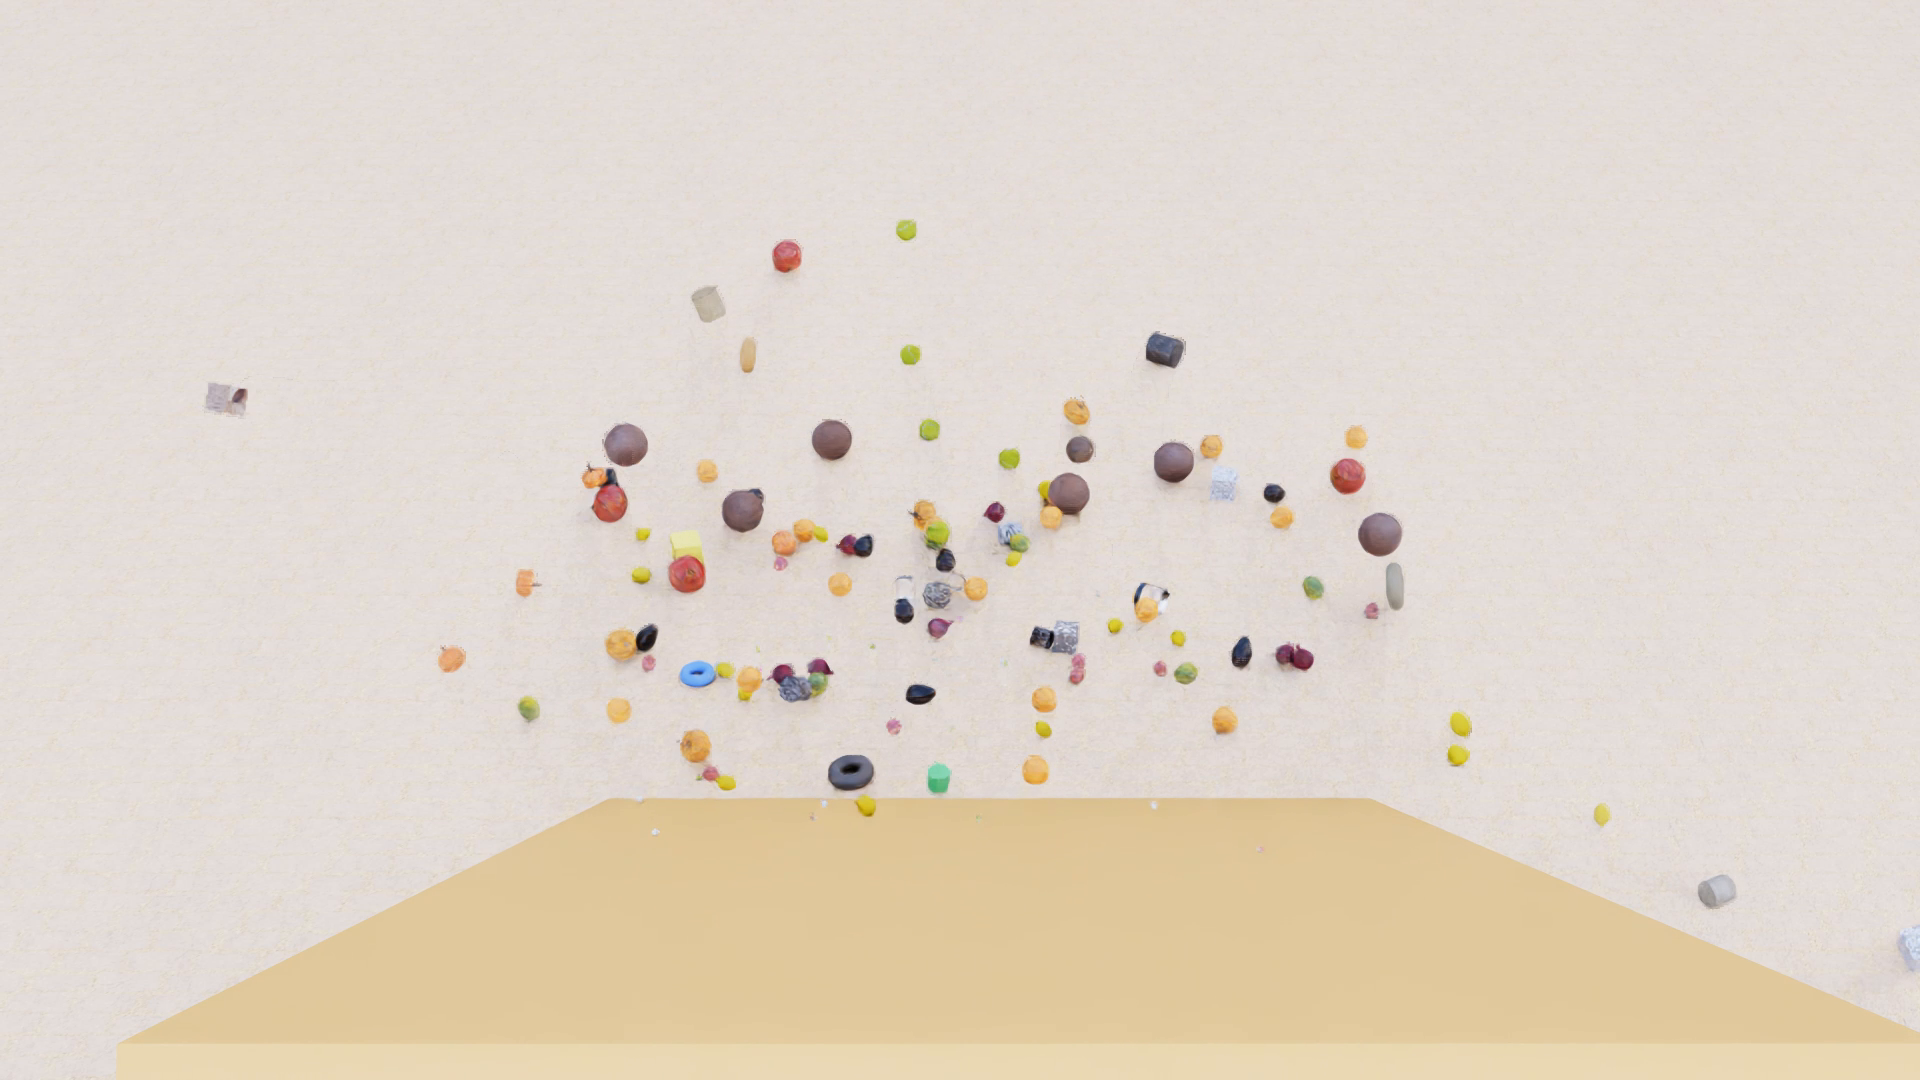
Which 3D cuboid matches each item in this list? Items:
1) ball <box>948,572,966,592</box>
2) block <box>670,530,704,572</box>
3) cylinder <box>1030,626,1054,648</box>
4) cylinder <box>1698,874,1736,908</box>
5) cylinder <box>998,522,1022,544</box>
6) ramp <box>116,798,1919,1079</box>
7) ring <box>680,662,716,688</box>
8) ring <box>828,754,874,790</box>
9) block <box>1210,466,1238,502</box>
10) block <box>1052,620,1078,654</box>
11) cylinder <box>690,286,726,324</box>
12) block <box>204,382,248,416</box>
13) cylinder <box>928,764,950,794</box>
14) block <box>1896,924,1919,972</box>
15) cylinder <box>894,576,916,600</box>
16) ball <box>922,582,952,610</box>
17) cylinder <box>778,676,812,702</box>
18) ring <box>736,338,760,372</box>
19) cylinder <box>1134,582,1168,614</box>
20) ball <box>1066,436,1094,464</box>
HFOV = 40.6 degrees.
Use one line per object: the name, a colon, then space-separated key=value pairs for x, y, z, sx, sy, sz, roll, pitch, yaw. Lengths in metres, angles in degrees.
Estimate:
ball: x=-0.011 y=0.125 z=7.719 sx=0.055 sy=0.055 sz=0.055 roll=0 pitch=35 yaw=0
block: x=-0.823 y=0.032 z=7.827 sx=0.083 sy=0.083 sz=0.083 roll=-9 pitch=36 yaw=-12
cylinder: x=0.238 y=0.282 z=7.496 sx=0.054 sy=0.054 sz=0.054 roll=13 pitch=37 yaw=17
cylinder: x=1.927 y=0.893 z=6.614 sx=0.069 sy=0.069 sz=0.069 roll=-17 pitch=38 yaw=-22
cylinder: x=0.152 y=-0.020 z=7.919 sx=0.062 sy=0.062 sz=0.062 roll=-10 pitch=36 yaw=-14
ramp: x=0.077 y=0.665 z=4.838 sx=2.000 sy=0.100 sz=4.000 roll=0 pitch=-2 yaw=0
ring: x=-0.746 y=0.381 z=7.373 sx=0.102 sy=0.034 sz=0.102 roll=0 pitch=35 yaw=0
ring: x=-0.295 y=0.626 z=7.009 sx=0.129 sy=0.043 sz=0.129 roll=-5 pitch=35 yaw=3
block: x=0.826 y=-0.174 z=8.125 sx=0.076 sy=0.076 sz=0.076 roll=6 pitch=35 yaw=8
block: x=0.304 y=0.281 z=7.487 sx=0.065 sy=0.065 sz=0.065 roll=5 pitch=35 yaw=7
cylinder: x=-0.854 y=-0.801 z=8.829 sx=0.093 sy=0.093 sz=0.093 roll=-21 pitch=24 yaw=9
block: x=-2.104 y=-0.404 z=7.450 sx=0.079 sy=0.079 sz=0.079 roll=9 pitch=-1 yaw=29
cylinder: x=-0.058 y=0.639 z=6.965 sx=0.057 sy=0.057 sz=0.057 roll=1 pitch=44 yaw=-1
block: x=2.365 y=1.002 z=6.397 sx=0.080 sy=0.080 sz=0.080 roll=-18 pitch=55 yaw=2
cylinder: x=-0.161 y=0.142 z=7.625 sx=0.060 sy=0.060 sz=0.060 roll=-4 pitch=-10 yaw=-1
ball: x=-0.068 y=0.163 z=7.640 sx=0.084 sy=0.084 sz=0.084 roll=0 pitch=35 yaw=0
cylinder: x=-0.458 y=0.416 z=7.247 sx=0.070 sy=0.070 sz=0.070 roll=17 pitch=6 yaw=23
ring: x=-0.709 y=-0.617 z=8.687 sx=0.039 sy=0.117 sz=0.117 roll=11 pitch=26 yaw=-33
cylinder: x=0.563 y=0.170 z=7.634 sx=0.076 sy=0.076 sz=0.076 roll=18 pitch=39 yaw=26
ball: x=0.364 y=-0.275 z=7.891 sx=0.086 sy=0.086 sz=0.086 roll=0 pitch=35 yaw=0
